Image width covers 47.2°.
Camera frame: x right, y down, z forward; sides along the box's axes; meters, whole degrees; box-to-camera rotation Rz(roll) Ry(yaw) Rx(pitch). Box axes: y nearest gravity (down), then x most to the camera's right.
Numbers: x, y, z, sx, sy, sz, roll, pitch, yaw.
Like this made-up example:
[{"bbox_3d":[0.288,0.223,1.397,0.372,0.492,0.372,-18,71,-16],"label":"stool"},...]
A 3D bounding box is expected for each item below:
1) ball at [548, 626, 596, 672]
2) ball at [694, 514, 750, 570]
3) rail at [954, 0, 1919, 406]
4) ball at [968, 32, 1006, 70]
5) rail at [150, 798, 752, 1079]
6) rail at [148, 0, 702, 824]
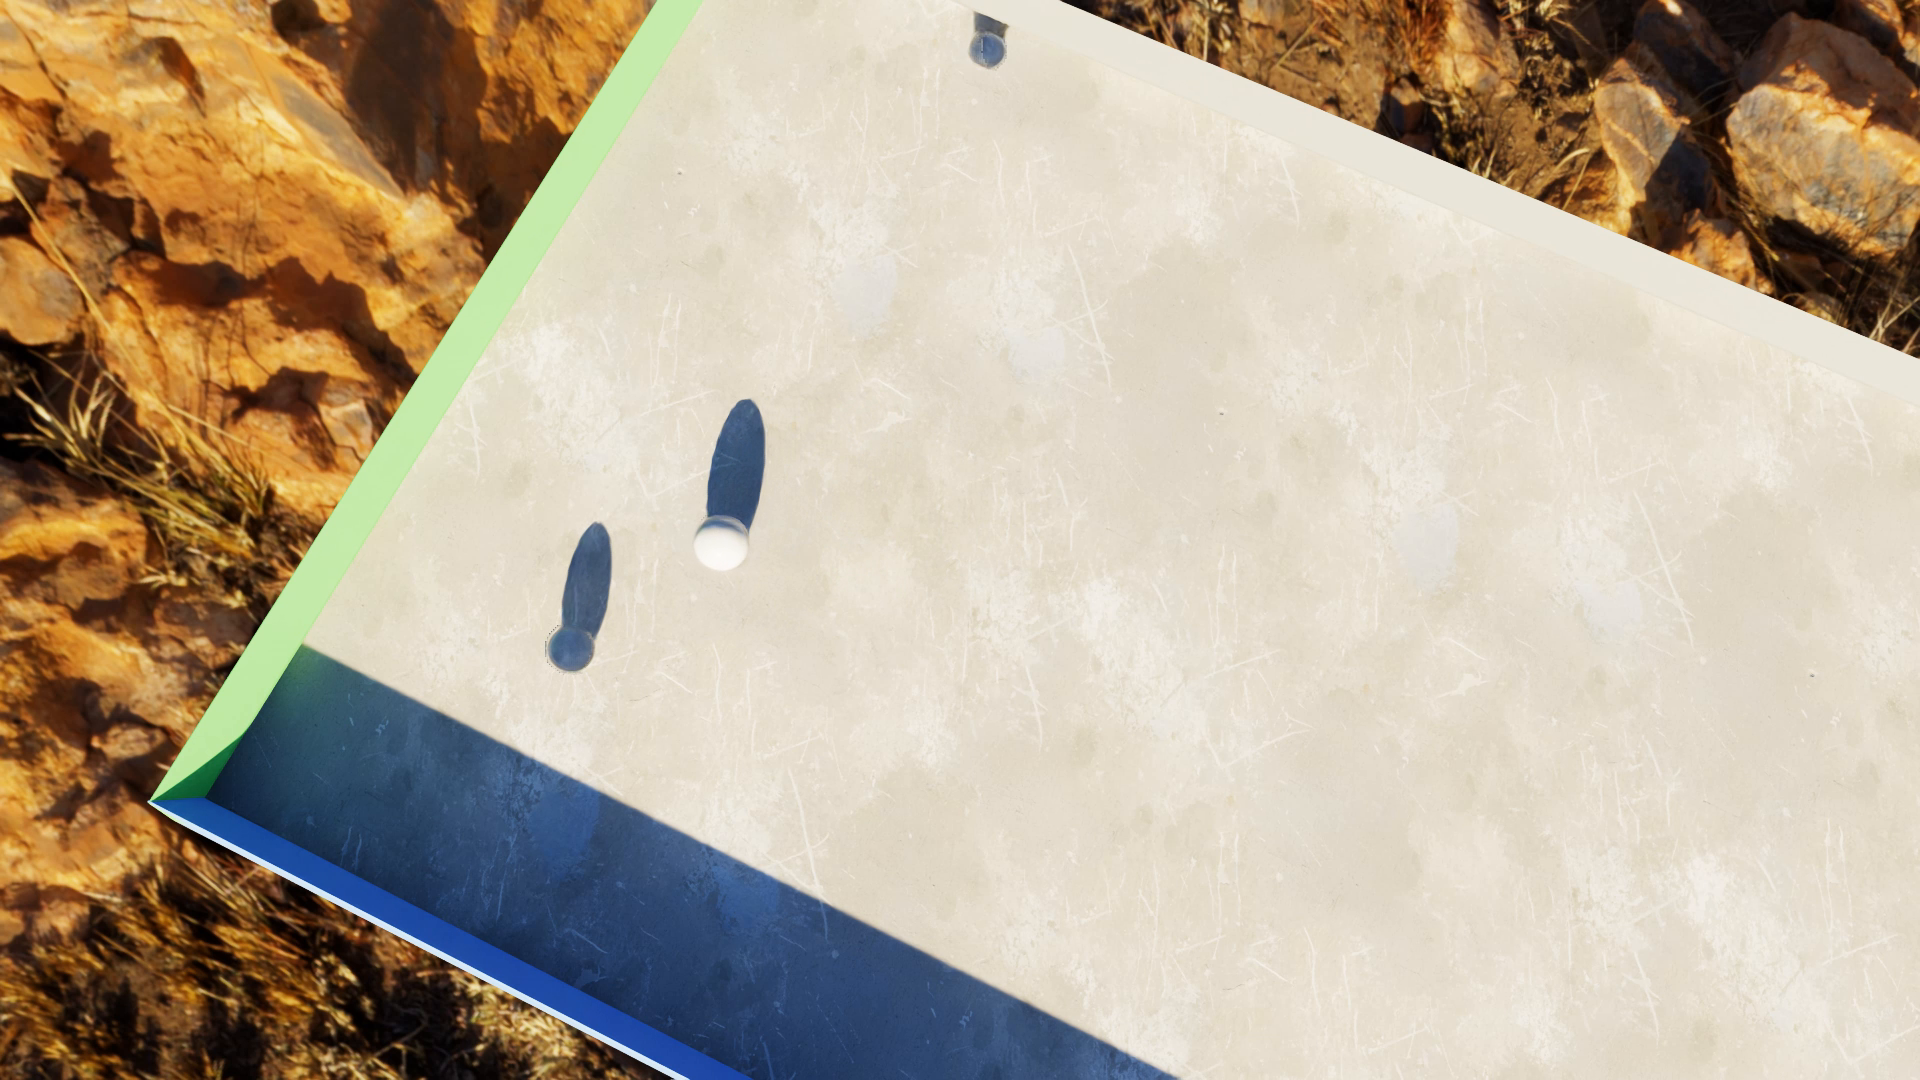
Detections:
[{"bbox_3d":[-0.598,0.168,3.384,0.074,0.074,0.074,0,70,0],"label":"ball"},{"bbox_3d":[-0.372,0.004,3.437,0.088,0.088,0.088,0,70,0],"label":"ball"},{"bbox_3d":[1.180,-0.396,3.570,3.496,0.114,0.045,25,72,9],"label":"rail"},{"bbox_3d":[0.046,-0.836,3.761,0.064,0.064,0.064,0,70,0],"label":"ball"},{"bbox_3d":[0.388,1.109,3.013,3.496,0.114,0.045,25,72,9],"label":"rail"},{"bbox_3d":[-0.763,-0.359,3.557,0.045,0.114,1.837,25,72,9],"label":"rail"}]
